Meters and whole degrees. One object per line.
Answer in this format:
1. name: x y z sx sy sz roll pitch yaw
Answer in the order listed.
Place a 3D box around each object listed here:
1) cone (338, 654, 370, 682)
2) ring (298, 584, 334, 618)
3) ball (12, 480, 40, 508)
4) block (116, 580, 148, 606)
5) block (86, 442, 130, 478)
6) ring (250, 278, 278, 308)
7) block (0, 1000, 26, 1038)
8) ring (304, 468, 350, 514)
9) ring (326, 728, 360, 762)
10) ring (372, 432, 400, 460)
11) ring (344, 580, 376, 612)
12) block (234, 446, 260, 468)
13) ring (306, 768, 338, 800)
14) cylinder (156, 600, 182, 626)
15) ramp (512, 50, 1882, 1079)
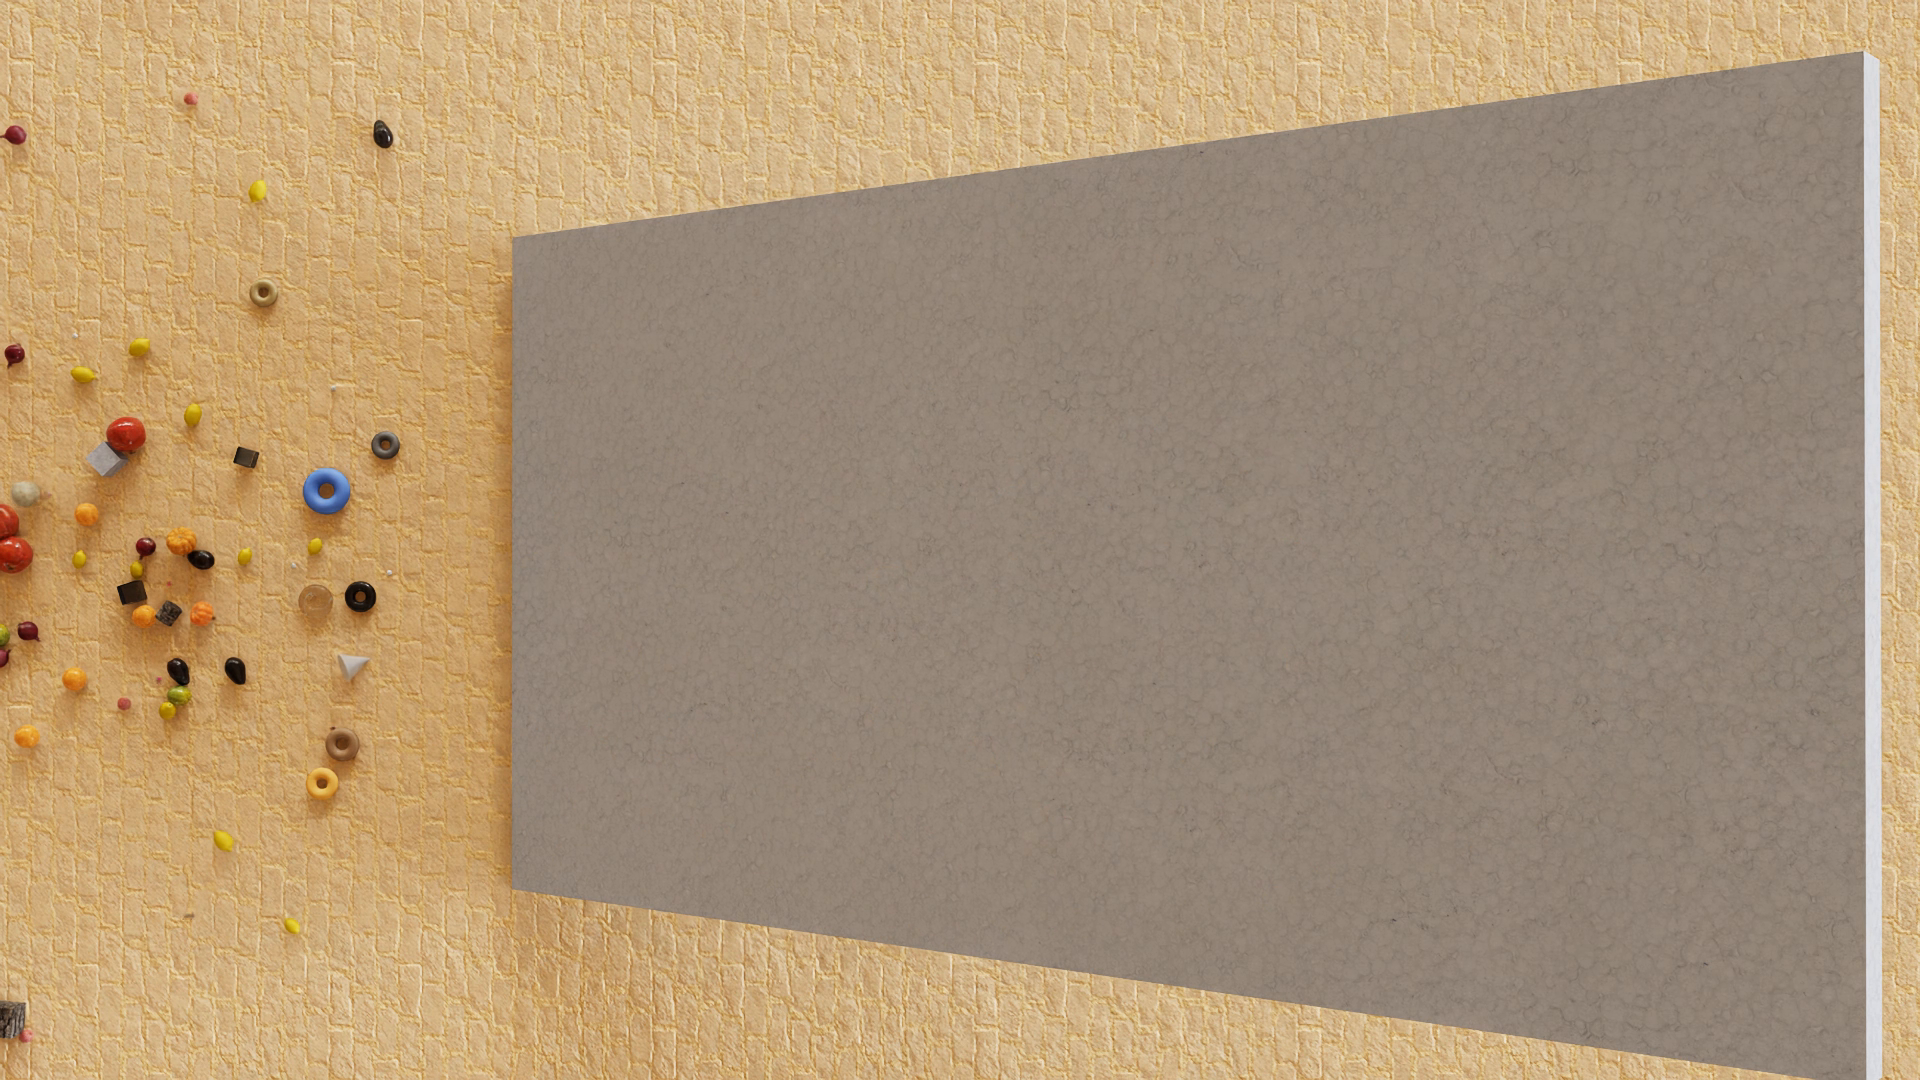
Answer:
1. cone: -1.865 0.381 6.801 0.090 0.090 0.090 -21 90 -27
2. ring: -1.993 0.191 6.805 0.108 0.036 0.108 0 91 0
3. ball: -2.881 -0.142 6.785 0.081 0.081 0.081 0 90 0
4. block: -2.557 0.163 6.793 0.060 0.060 0.060 -17 90 0
5. block: -2.631 -0.249 6.787 0.077 0.077 0.077 -43 90 0
6. ring: -2.158 -0.766 6.815 0.088 0.029 0.088 0 90 -1
7. block: -2.944 1.476 6.768 0.092 0.092 0.092 5 90 0
8. ring: -1.959 -0.151 6.801 0.145 0.048 0.145 0 88 -1
9. ring: -1.910 0.632 6.803 0.106 0.035 0.106 0 91 1
10. ring: -1.779 -0.293 6.811 0.089 0.030 0.089 0 88 1
11. ring: -1.856 0.175 6.807 0.098 0.033 0.098 0 90 -1
12. block: -2.206 -0.255 6.799 0.053 0.053 0.053 18 90 0
13. ring: -1.973 0.754 6.803 0.101 0.034 0.101 0 89 -1
14. cylinder: -2.444 0.227 6.794 0.057 0.057 0.057 37 90 0
15. ramp: 0.218 0.063 5.534 4.000 0.100 2.000 0 90 39
